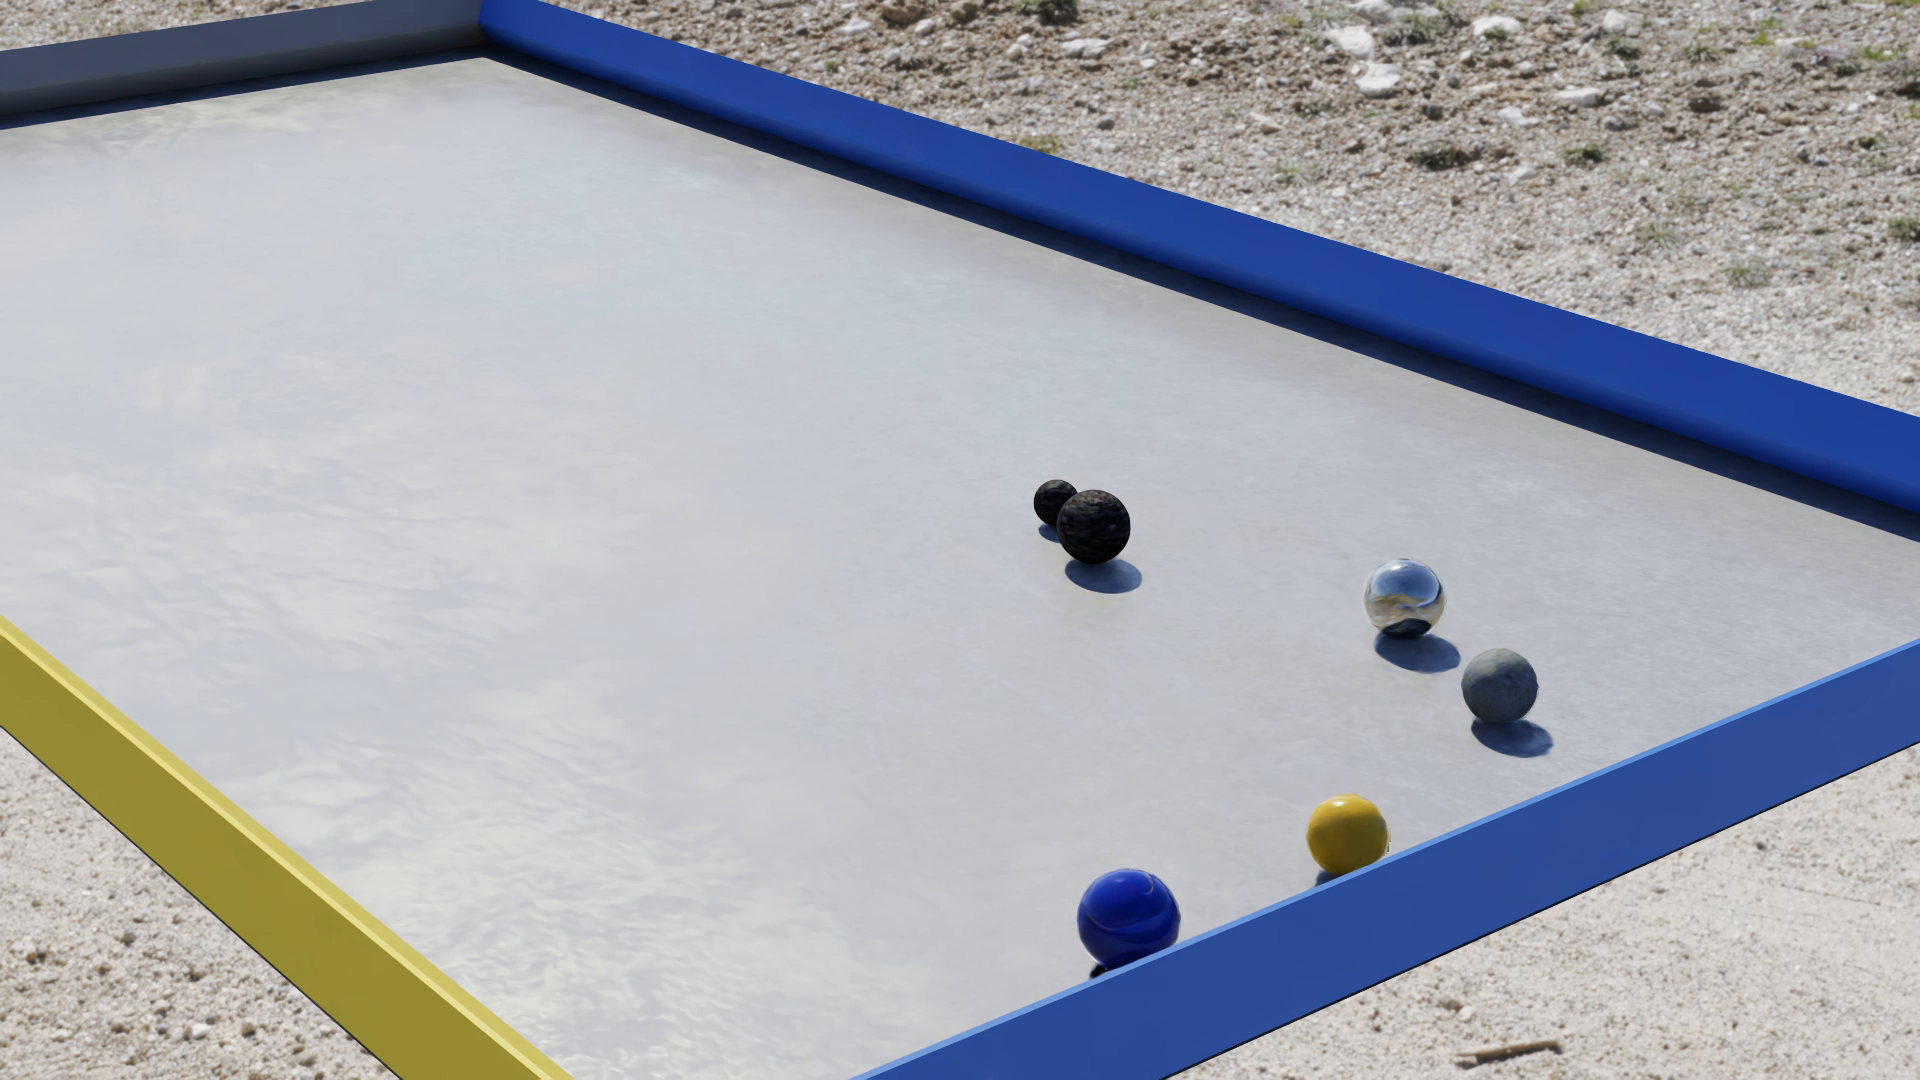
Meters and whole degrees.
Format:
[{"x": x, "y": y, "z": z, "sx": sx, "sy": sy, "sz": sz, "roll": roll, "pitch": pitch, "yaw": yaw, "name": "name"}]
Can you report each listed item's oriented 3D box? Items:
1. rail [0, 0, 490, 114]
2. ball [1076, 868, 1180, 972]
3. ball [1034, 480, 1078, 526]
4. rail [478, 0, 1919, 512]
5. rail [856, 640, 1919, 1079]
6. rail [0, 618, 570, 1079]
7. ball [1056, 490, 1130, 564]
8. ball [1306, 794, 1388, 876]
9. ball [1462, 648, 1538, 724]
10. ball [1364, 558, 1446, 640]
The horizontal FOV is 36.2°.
[{"x": -1.324, "y": -0.634, "z": 4.101, "sx": 1.550, "sy": 0.088, "sz": 0.045, "roll": -16, "pitch": 27, "yaw": -35, "name": "rail"}, {"x": 0.109, "y": 0.246, "z": 1.904, "sx": 0.068, "sy": 0.068, "sz": 0.068, "roll": 0, "pitch": 22, "yaw": 0, "name": "ball"}, {"x": 0.087, "y": -0.034, "z": 2.647, "sx": 0.042, "sy": 0.042, "sz": 0.042, "roll": 0, "pitch": 22, "yaw": 0, "name": "ball"}, {"x": 0.144, "y": -0.394, "z": 3.495, "sx": 0.045, "sy": 0.088, "sz": 2.888, "roll": -16, "pitch": 27, "yaw": -35, "name": "rail"}, {"x": 0.432, "y": 0.187, "z": 2.025, "sx": 1.550, "sy": 0.088, "sz": 0.045, "roll": -16, "pitch": 27, "yaw": -35, "name": "rail"}, {"x": -1.037, "y": -0.053, "z": 2.631, "sx": 0.045, "sy": 0.088, "sz": 2.888, "roll": -16, "pitch": 27, "yaw": -35, "name": "rail"}, {"x": 0.116, "y": -0.012, "z": 2.561, "sx": 0.065, "sy": 0.065, "sz": 0.065, "roll": 0, "pitch": 22, "yaw": 0, "name": "ball"}, {"x": 0.267, "y": 0.204, "z": 2.028, "sx": 0.057, "sy": 0.057, "sz": 0.057, "roll": 0, "pitch": 22, "yaw": 0, "name": "ball"}, {"x": 0.414, "y": 0.112, "z": 2.257, "sx": 0.058, "sy": 0.058, "sz": 0.058, "roll": 0, "pitch": 22, "yaw": 0, "name": "ball"}, {"x": 0.364, "y": 0.048, "z": 2.408, "sx": 0.066, "sy": 0.066, "sz": 0.066, "roll": 0, "pitch": 22, "yaw": 0, "name": "ball"}]
